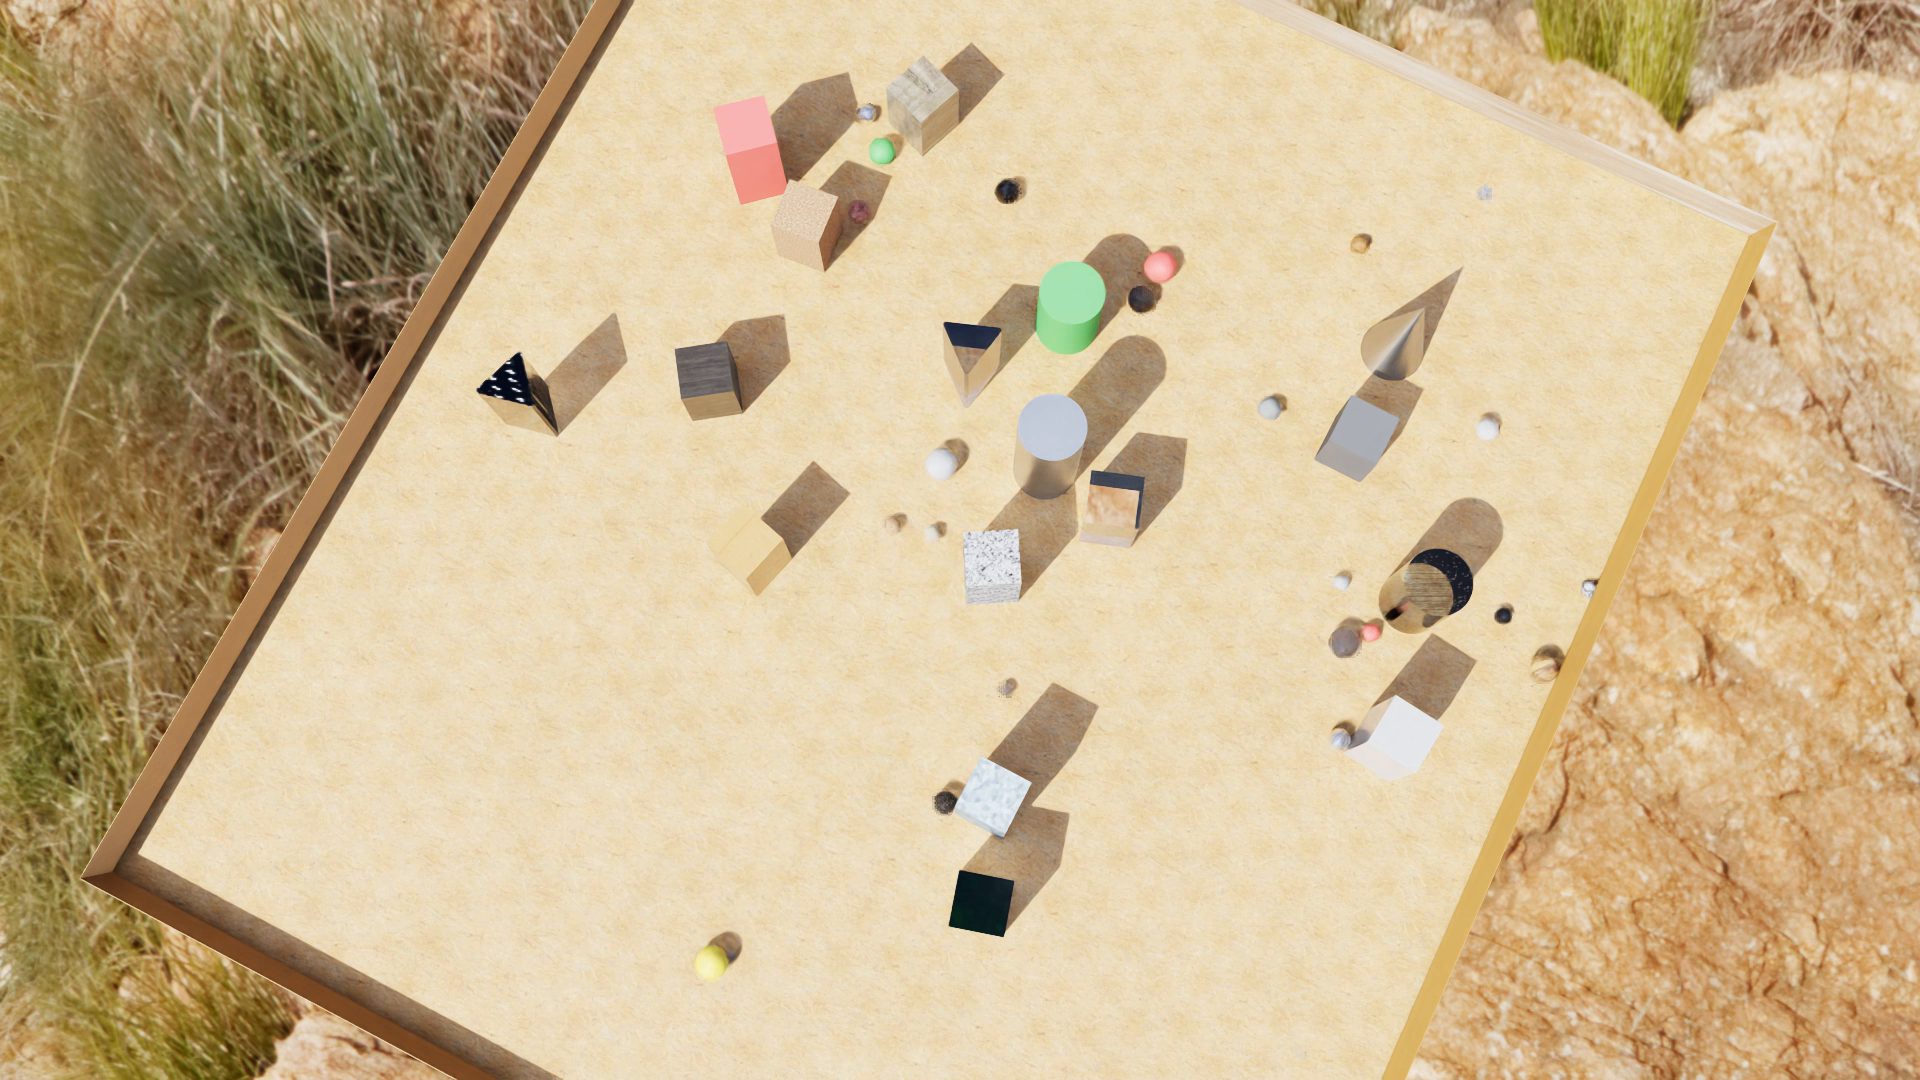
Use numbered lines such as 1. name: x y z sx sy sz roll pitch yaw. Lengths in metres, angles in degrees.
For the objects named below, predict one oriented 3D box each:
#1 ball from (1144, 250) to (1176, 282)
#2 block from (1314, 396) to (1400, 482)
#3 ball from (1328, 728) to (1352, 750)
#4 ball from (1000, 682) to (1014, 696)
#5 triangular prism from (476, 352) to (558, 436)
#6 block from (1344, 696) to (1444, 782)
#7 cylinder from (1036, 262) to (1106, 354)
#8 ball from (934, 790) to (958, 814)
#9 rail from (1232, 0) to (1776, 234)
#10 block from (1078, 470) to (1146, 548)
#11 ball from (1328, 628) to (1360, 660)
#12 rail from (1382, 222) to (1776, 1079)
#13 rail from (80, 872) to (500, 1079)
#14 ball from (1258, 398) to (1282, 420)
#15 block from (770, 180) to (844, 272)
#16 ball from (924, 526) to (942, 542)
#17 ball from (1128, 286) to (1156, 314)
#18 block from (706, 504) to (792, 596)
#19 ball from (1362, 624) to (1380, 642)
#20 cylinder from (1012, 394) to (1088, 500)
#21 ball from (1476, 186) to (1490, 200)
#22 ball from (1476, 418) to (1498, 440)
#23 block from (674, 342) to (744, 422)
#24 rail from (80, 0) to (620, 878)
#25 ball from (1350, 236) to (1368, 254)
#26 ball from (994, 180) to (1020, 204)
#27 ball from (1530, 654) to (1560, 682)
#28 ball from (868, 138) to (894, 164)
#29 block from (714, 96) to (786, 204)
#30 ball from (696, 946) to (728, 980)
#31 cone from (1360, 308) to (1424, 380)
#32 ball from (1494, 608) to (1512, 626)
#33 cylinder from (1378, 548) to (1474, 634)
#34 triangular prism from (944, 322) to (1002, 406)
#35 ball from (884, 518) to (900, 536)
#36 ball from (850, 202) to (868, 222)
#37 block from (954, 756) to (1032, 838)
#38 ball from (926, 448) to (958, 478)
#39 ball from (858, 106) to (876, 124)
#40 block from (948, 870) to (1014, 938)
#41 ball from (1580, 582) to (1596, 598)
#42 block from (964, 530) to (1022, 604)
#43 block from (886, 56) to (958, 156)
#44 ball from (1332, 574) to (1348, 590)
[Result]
1. ball: 0.626 -0.856 5.744 0.099 0.099 0.099 0 78 0
2. block: 1.201 -0.305 5.558 0.158 0.238 0.158 28 80 5
3. ball: 1.132 0.592 5.461 0.064 0.064 0.064 0 78 0
4. ball: 0.139 0.450 5.502 0.042 0.042 0.042 0 78 0
5. triangular prism: -1.310 -0.448 5.531 0.171 0.349 0.148 15 79 3
6. block: 1.255 0.580 5.323 0.158 0.340 0.158 33 80 6
7. cylinder: 0.335 -0.707 5.609 0.198 0.302 0.198 0 78 0
8. ball: -0.043 0.776 5.421 0.069 0.069 0.069 0 78 0
9. rail: 0.899 -1.753 5.913 3.645 0.129 0.045 26 80 5
10. block: 0.453 -0.090 5.492 0.158 0.280 0.158 8 78 2
11. ball: 1.154 0.310 5.504 0.095 0.095 0.095 0 78 0
12. rail: 1.609 0.795 5.385 0.045 0.129 4.067 26 80 5
13. rail: -0.899 1.767 5.184 3.645 0.129 0.045 26 80 5
14. ball: 0.959 -0.404 5.664 0.070 0.070 0.070 0 78 0
15. block: -0.473 -0.971 5.684 0.158 0.262 0.158 21 79 4
16. ball: -0.083 -0.017 5.593 0.053 0.053 0.053 0 78 0
17. ball: 0.568 -0.750 5.727 0.087 0.087 0.087 0 78 0
18. block: -0.624 0.034 5.456 0.158 0.301 0.158 41 81 8
19. ball: 1.242 0.279 5.531 0.054 0.054 0.054 0 78 0
20. cylinder: 0.262 -0.270 5.424 0.198 0.487 0.198 0 78 0
21. ball: 1.663 -1.101 5.822 0.044 0.044 0.044 0 78 0
22. ball: 1.625 -0.344 5.652 0.069 0.069 0.069 0 78 0
23. block: -0.764 -0.483 5.590 0.158 0.248 0.158 -9 78 -2
24. rail: -1.609 -0.781 5.712 0.045 0.129 4.067 26 80 5
25. ball: 1.258 -0.930 5.780 0.058 0.058 0.058 0 78 0
26. ball: 0.150 -1.102 5.804 0.081 0.081 0.081 0 78 0
27. ball: 1.752 0.384 5.493 0.086 0.086 0.086 0 78 0
28. ball: -0.250 -1.238 5.830 0.085 0.085 0.085 0 78 0
29. block: -0.643 -1.201 5.668 0.158 0.387 0.158 -15 79 -3
30. ball: -0.720 1.225 5.315 0.095 0.095 0.095 0 78 0
31. cone: 1.353 -0.636 5.537 0.198 0.414 0.198 0 78 0
32. ball: 1.641 0.231 5.542 0.052 0.052 0.052 0 78 0
33. cylinder: 1.372 0.155 5.413 0.198 0.336 0.198 0 78 0
34. triangular prism: 0.011 -0.558 5.547 0.148 0.363 0.171 36 81 7
35. ball: -0.208 -0.042 5.598 0.055 0.055 0.055 0 78 0
36. ball: -0.319 -1.038 5.800 0.063 0.063 0.063 0 78 0
37. block: 0.092 0.745 5.270 0.158 0.376 0.158 27 80 5
38. ball: -0.055 -0.236 5.616 0.098 0.098 0.098 0 78 0
39. ball: -0.299 -1.362 5.870 0.057 0.057 0.057 0 78 0
40. block: 0.060 1.043 5.248 0.158 0.298 0.158 11 79 2
41. ball: 1.908 0.152 5.559 0.052 0.052 0.052 0 78 0
42. block: 0.093 0.083 5.436 0.158 0.320 0.158 -3 78 -1
43. block: -0.116 -1.364 5.768 0.158 0.255 0.158 -43 81 -8
44. ball: 1.156 0.130 5.565 0.048 0.048 0.048 0 78 0
